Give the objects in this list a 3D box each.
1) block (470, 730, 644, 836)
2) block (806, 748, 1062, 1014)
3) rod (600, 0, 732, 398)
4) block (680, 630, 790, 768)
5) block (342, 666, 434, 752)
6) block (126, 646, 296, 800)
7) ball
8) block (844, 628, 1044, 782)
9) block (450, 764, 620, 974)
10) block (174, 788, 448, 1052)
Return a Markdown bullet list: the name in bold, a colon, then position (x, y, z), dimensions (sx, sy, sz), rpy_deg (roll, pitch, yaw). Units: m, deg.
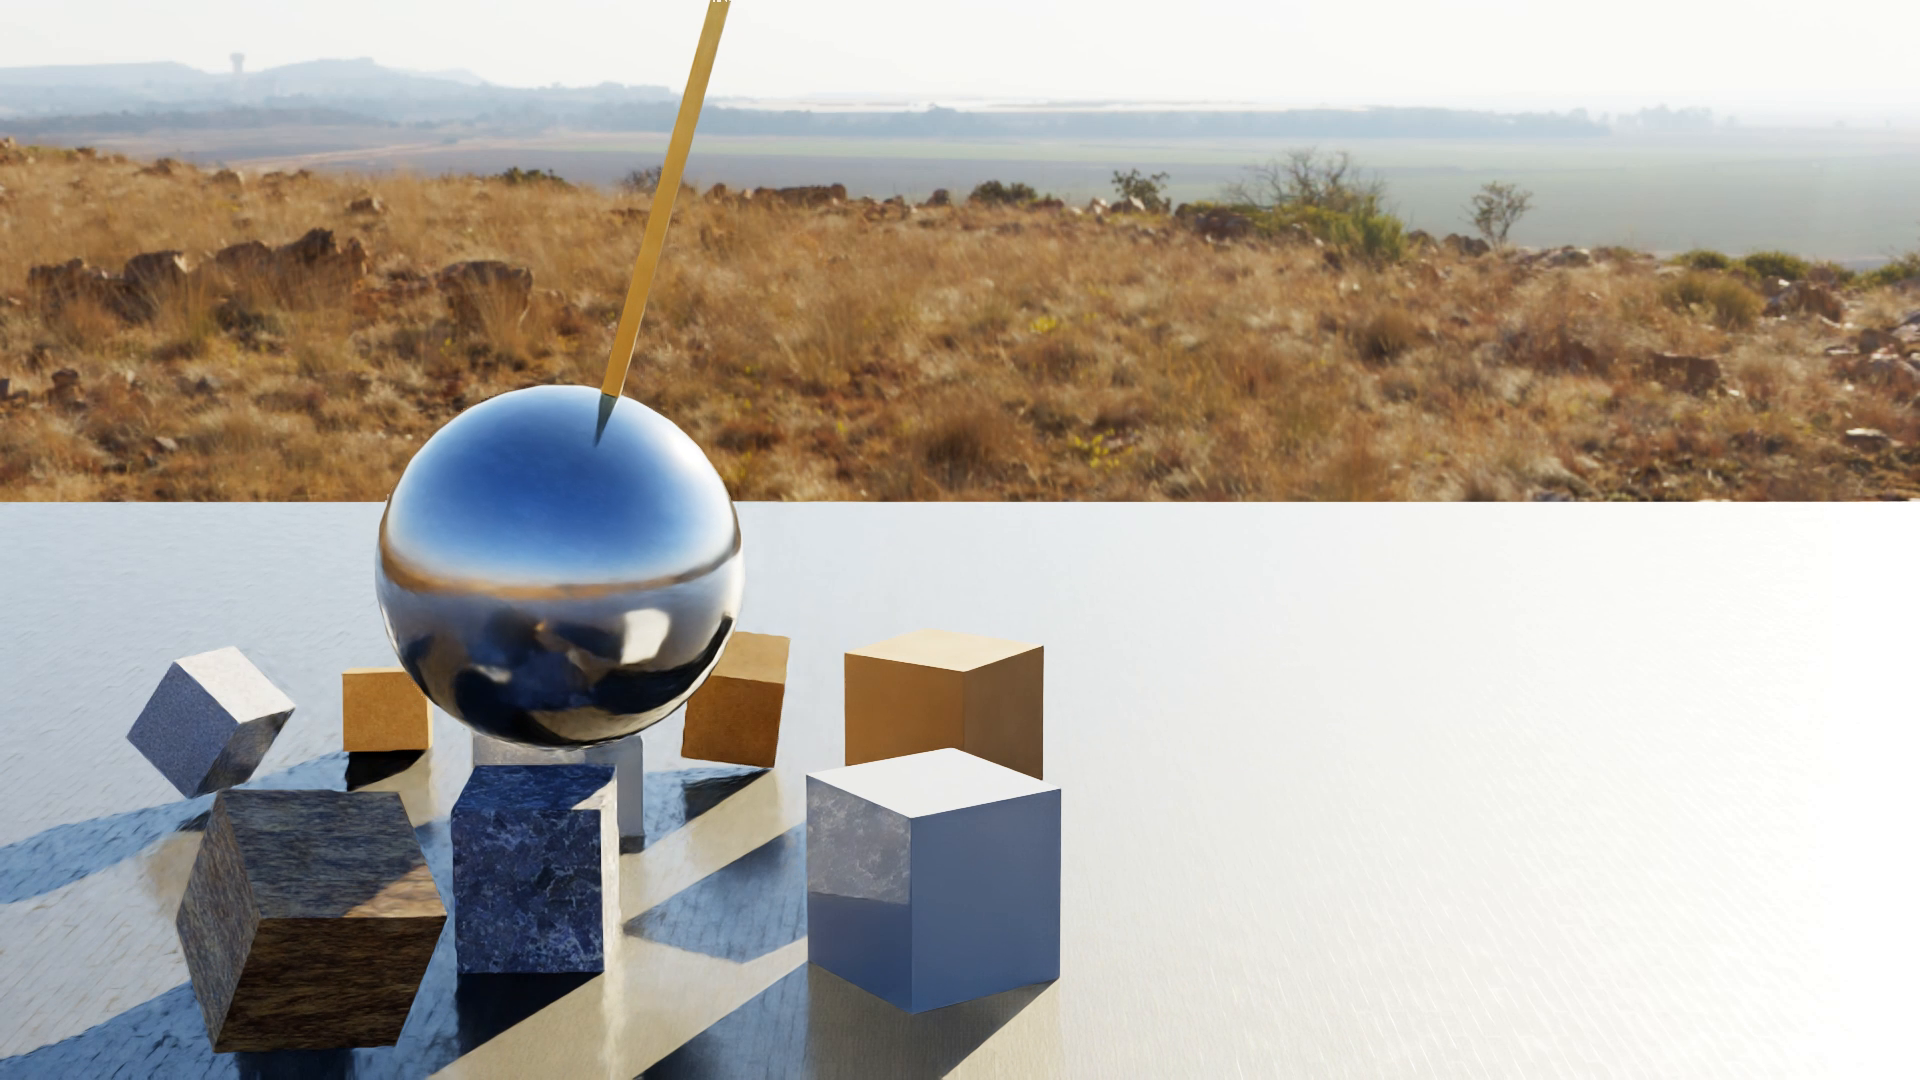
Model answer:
- **block**: position (-1.928, 1.024, 12.197), dimensions (0.772, 0.622, 0.728), rpy_deg (-2, 11, -12)
- **block**: position (-0.108, 1.324, 10.126), dimensions (0.704, 0.771, 0.745), rpy_deg (-7, 13, -34)
- **rod**: position (-0.753, -3.079, 10.621), dimensions (0.080, 5.200, 0.080), rpy_deg (17, 10, -3)
- **block**: position (-1.154, 0.808, 13.221), dimensions (0.482, 0.504, 0.485), rpy_deg (7, 26, -4)
- **block**: position (-2.991, 0.880, 13.423), dimensions (0.428, 0.407, 0.393), rpy_deg (-1, 1, -8)
- **block**: position (-3.665, 0.892, 12.564), dimensions (0.461, 0.508, 0.450), rpy_deg (41, 19, 12)
- **ball**: position (-1.739, 0.123, 11.203), dimensions (1.600, 1.600, 1.600), rpy_deg (0, 10, 0)
- **block**: position (-0.075, 0.892, 12.623), dimensions (0.710, 0.729, 0.690), rpy_deg (7, 12, 34)
- **block**: position (-1.711, 1.324, 10.421), dimensions (0.581, 0.666, 0.679), rpy_deg (0, 10, -2)
- **block**: position (-2.302, 1.338, 9.066), dimensions (0.661, 0.634, 0.648), rpy_deg (5, 34, -34)
